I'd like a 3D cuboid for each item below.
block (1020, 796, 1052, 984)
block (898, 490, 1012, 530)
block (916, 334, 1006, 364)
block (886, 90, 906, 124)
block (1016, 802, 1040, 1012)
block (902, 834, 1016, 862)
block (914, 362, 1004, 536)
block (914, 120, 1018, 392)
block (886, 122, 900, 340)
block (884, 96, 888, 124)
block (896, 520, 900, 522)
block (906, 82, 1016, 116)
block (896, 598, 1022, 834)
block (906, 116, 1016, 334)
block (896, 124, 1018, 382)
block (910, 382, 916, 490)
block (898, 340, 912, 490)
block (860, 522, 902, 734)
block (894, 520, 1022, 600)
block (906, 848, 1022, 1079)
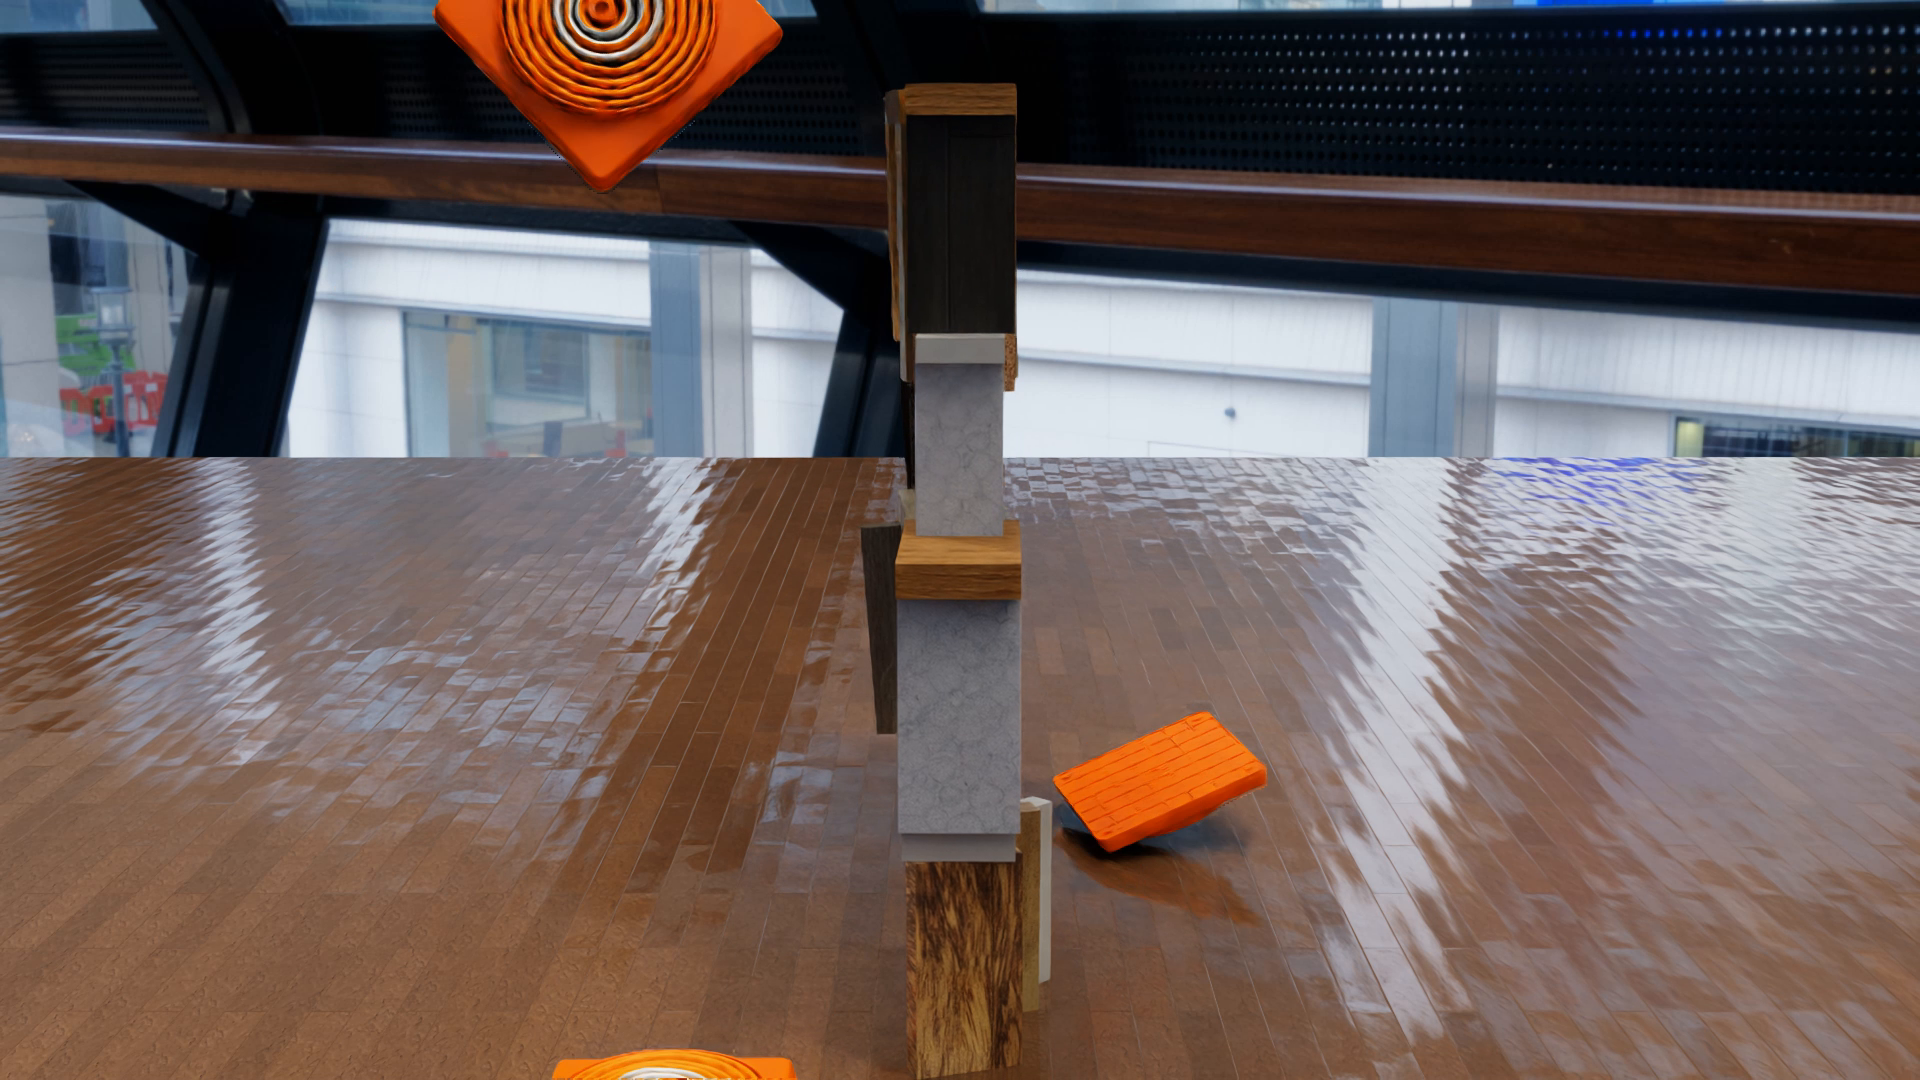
[{"bbox_3d":[0.073,0.529,3.238,0.039,0.277,0.139,10,15,43],"label":"block"},{"bbox_3d":[-0.007,-0.027,3.388,0.157,0.044,0.314,-1,13,-5],"label":"block"},{"bbox_3d":[0.002,-0.271,3.015,0.118,0.034,0.237,0,10,1],"label":"block"},{"bbox_3d":[-0.019,-0.659,3.333,0.170,0.048,0.339,-2,11,-5],"label":"block"},{"bbox_3d":[0.036,0.533,3.148,0.151,0.301,0.043,-4,12,-20],"label":"block"},{"bbox_3d":[0.000,0.376,3.050,0.151,0.043,0.301,0,11,1],"label":"block"},{"bbox_3d":[0.000,-0.124,2.967,0.118,0.237,0.034,0,13,1],"label":"block"},{"bbox_3d":[0.007,-0.406,3.147,0.144,0.386,0.041,-1,12,-4],"label":"block"},{"bbox_3d":[-0.026,-0.490,3.484,0.170,0.339,0.048,-3,10,-7],"label":"block"},{"bbox_3d":[-0.039,-0.723,3.694,0.145,0.041,0.290,-3,9,5],"label":"block"},{"bbox_3d":[-0.016,-0.039,3.743,0.144,0.041,0.287,-1,10,7],"label":"block"},{"bbox_3d":[0.005,-0.600,3.011,0.144,0.041,0.287,0,10,2],"label":"block"},{"bbox_3d":[-0.001,0.223,2.878,0.161,0.321,0.046,0,11,1],"label":"block"},{"bbox_3d":[0.002,-0.423,2.951,0.144,0.287,0.041,0,12,0],"label":"block"},{"bbox_3d":[-0.004,-0.427,3.254,0.170,0.376,0.048,-3,12,-11],"label":"block"},{"bbox_3d":[-0.026,-0.166,3.574,0.107,0.270,0.030,-3,24,-7],"label":"block"},{"bbox_3d":[-0.017,-0.205,3.672,0.153,0.306,0.043,-2,15,5],"label":"block"},{"bbox_3d":[-0.067,0.140,3.552,0.157,0.339,0.044,-3,9,6],"label":"block"},{"bbox_3d":[0.001,0.023,2.949,0.161,0.046,0.321,0,11,1],"label":"block"},{"bbox_3d":[0.006,0.567,2.965,0.151,0.301,0.043,-4,11,-18],"label":"block"}]
